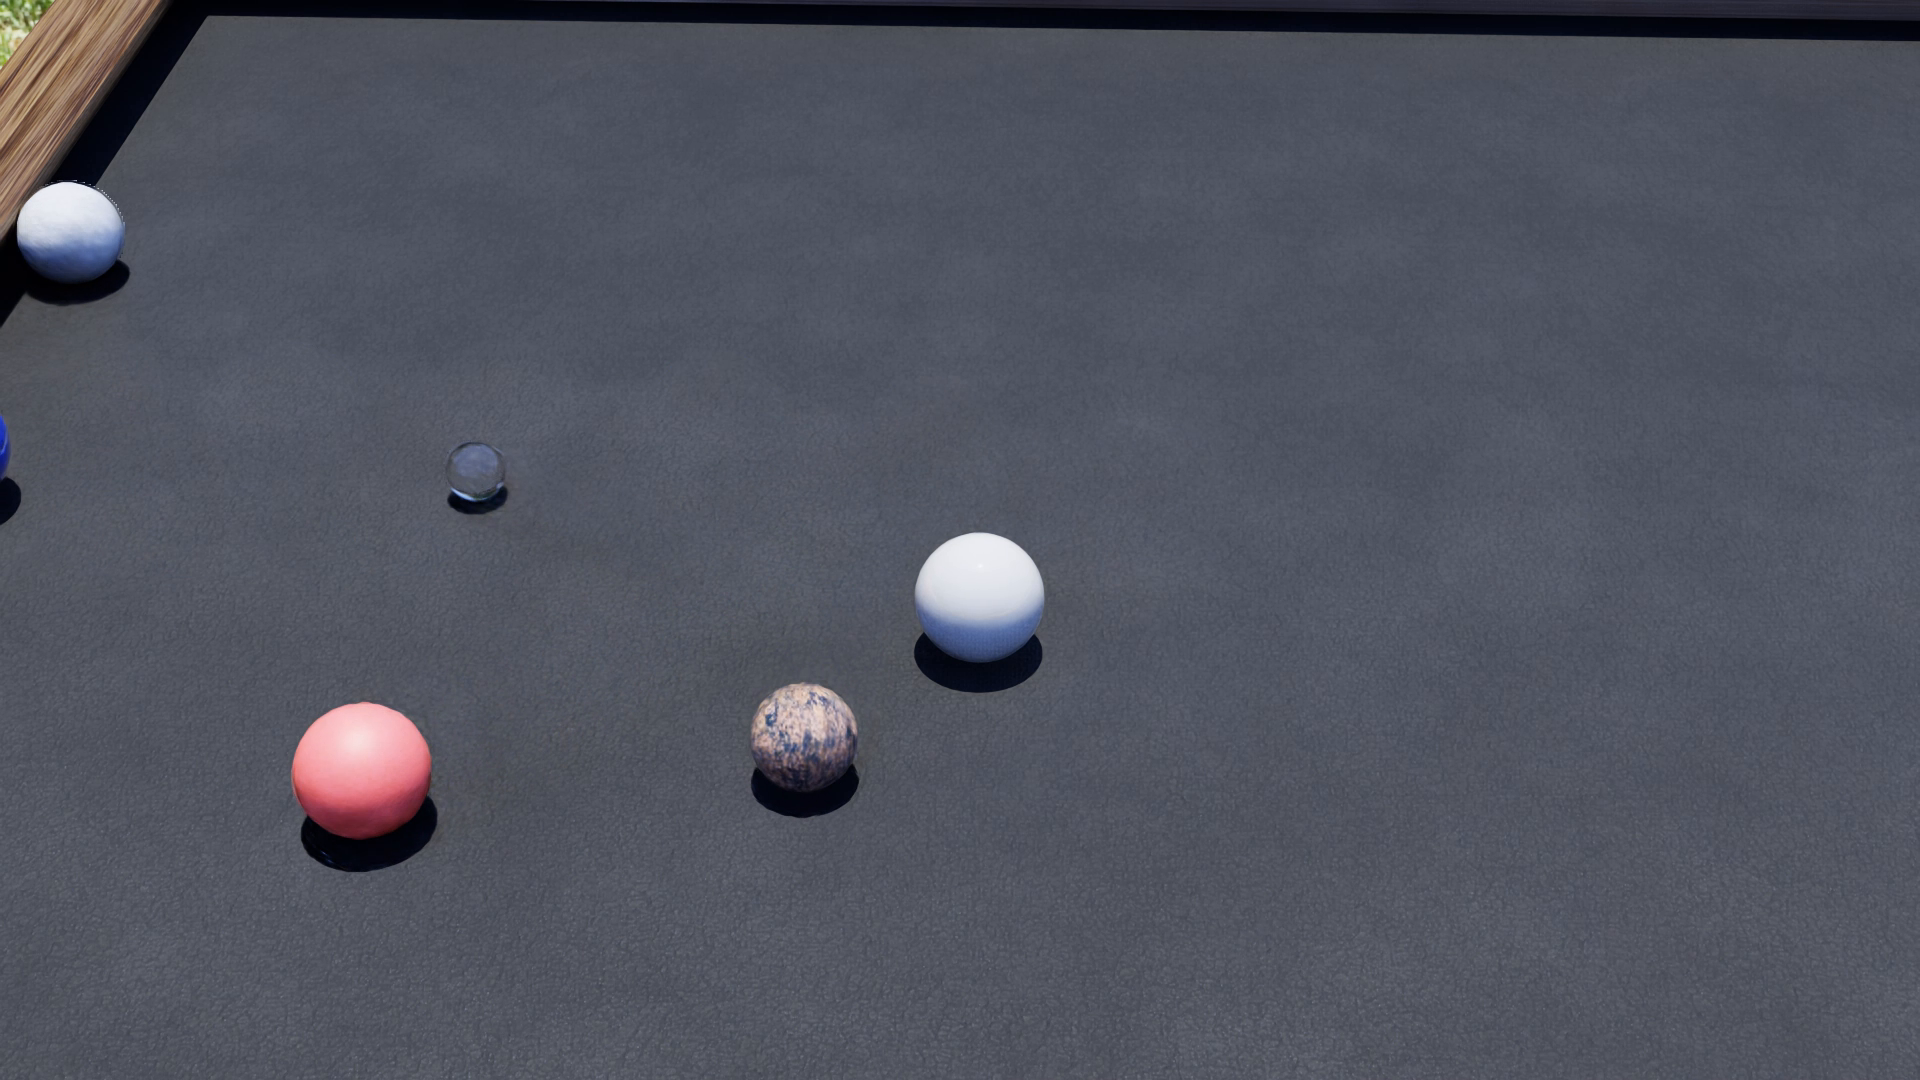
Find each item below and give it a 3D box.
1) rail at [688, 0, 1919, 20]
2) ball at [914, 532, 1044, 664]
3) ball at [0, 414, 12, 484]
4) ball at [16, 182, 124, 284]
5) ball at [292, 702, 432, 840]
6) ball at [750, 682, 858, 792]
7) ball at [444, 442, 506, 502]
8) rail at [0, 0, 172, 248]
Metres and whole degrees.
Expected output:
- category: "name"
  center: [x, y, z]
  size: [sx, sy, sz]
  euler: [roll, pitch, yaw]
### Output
- category: "rail"
  center: [0.857, -0.554, 2.479]
  size: [3.294, 0.126, 0.045]
  euler: [1, 36, 2]
- category: "ball"
  center: [0.013, 0.038, 1.687]
  size: [0.086, 0.086, 0.086]
  euler: [0, 36, 0]
- category: "ball"
  center: [-0.726, -0.065, 1.822]
  size: [0.097, 0.097, 0.097]
  euler: [0, 36, 0]
- category: "ball"
  center: [-0.726, -0.250, 2.093]
  size: [0.083, 0.083, 0.083]
  euler: [0, 36, 0]
- category: "ball"
  center: [-0.361, 0.139, 1.549]
  size: [0.082, 0.082, 0.082]
  euler: [0, 36, 0]
- category: "ball"
  center: [-0.097, 0.122, 1.586]
  size: [0.067, 0.067, 0.067]
  euler: [0, 36, 0]
- category: "ball"
  center: [-0.349, -0.049, 1.846]
  size: [0.043, 0.043, 0.043]
  euler: [0, 36, 0]
- category: "rail"
  center: [-0.799, -0.042, 1.762]
  size: [0.045, 0.126, 1.927]
  euler: [1, 36, 2]
